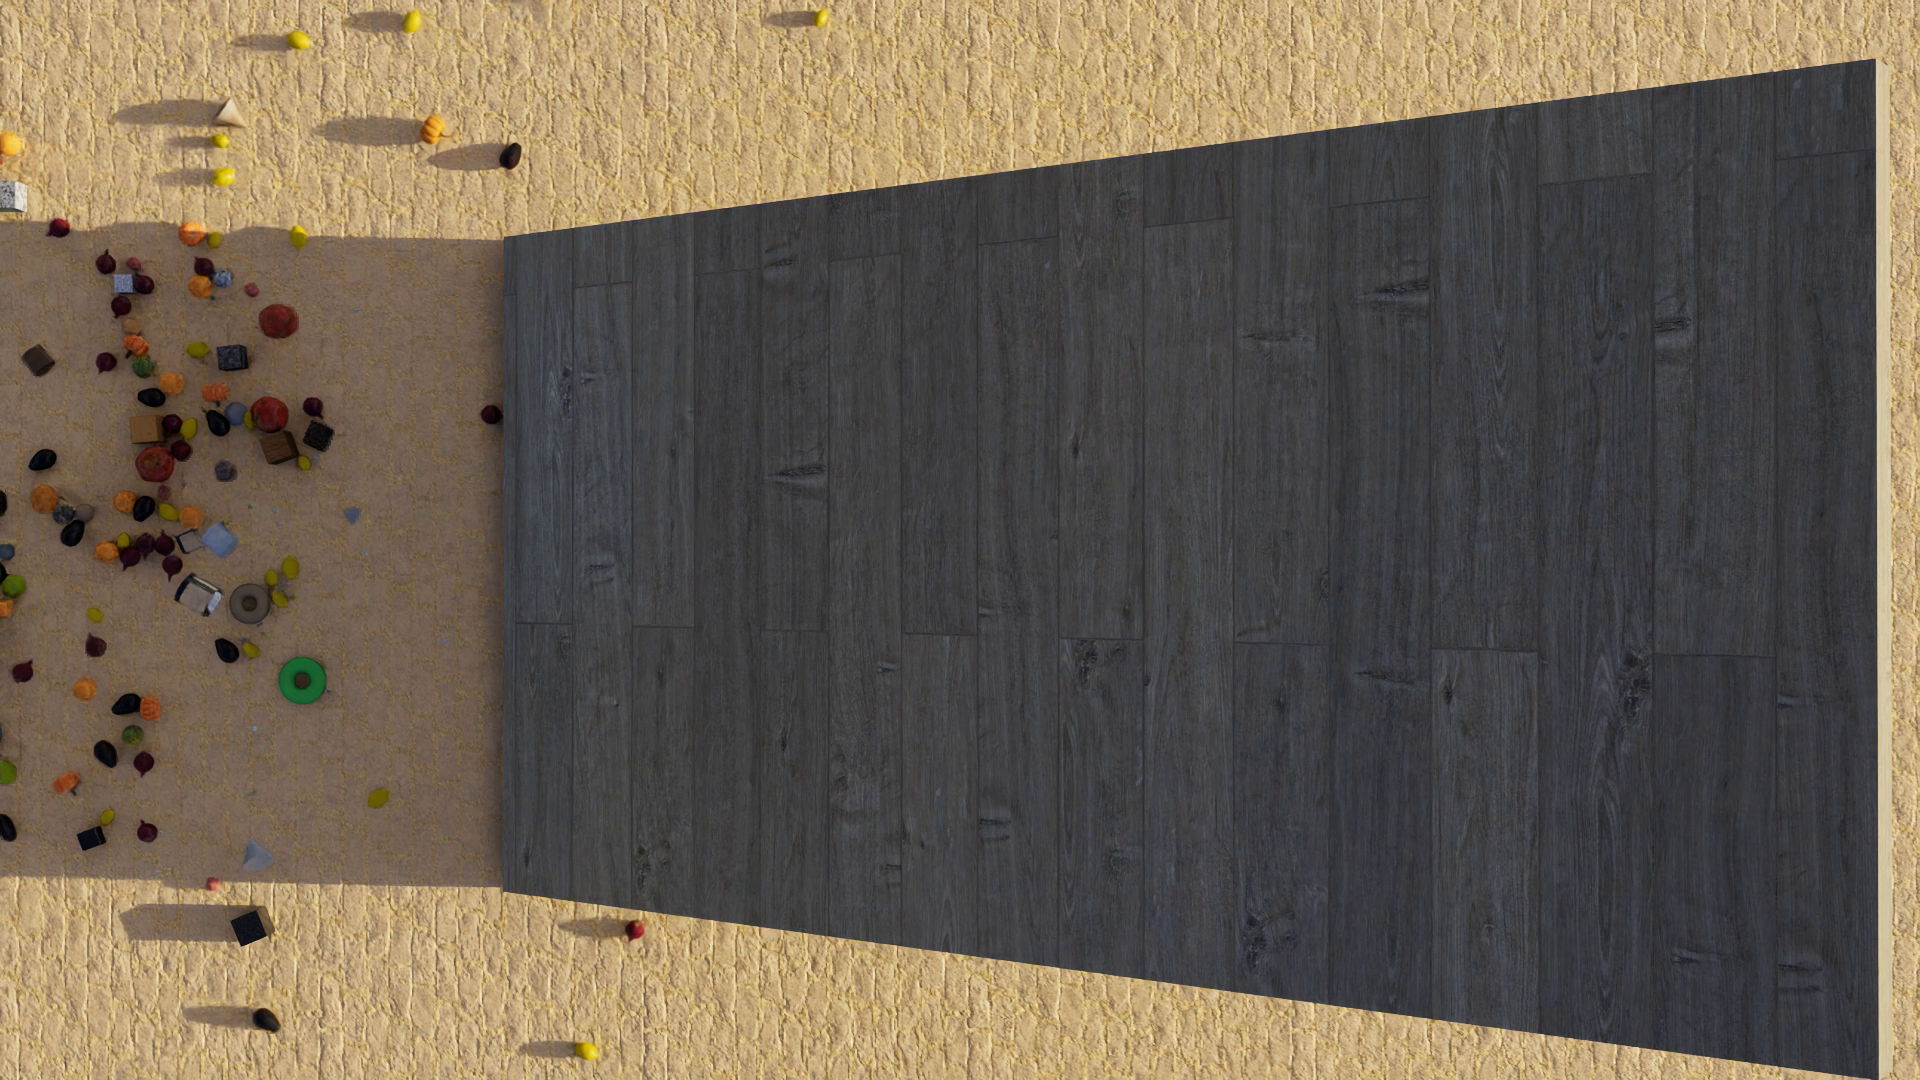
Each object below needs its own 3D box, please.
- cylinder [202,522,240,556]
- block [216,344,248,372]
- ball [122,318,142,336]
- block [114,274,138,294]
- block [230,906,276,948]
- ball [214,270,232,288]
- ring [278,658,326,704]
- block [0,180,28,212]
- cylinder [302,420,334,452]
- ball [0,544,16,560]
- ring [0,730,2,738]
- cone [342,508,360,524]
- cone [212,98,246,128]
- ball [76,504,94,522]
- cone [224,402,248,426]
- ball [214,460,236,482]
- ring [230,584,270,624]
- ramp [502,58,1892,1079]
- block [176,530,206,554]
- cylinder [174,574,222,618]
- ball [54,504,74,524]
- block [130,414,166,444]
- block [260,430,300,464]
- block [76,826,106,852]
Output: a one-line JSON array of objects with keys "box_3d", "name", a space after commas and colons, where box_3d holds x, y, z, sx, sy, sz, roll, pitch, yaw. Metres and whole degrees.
[{"box_3d": [-2.272, -0.002, 6.757, 0.078, 0.078, 0.078, 40, 90, 0], "name": "cylinder"}, {"box_3d": [-2.238, -0.560, 6.765, 0.069, 0.069, 0.069, -7, 90, 0], "name": "block"}, {"box_3d": [-2.552, -0.657, 6.773, 0.055, 0.055, 0.055, 0, 90, 0], "name": "ball"}, {"box_3d": [-2.568, -0.787, 6.774, 0.055, 0.055, 0.055, 0, 90, 0], "name": "block"}, {"box_3d": [-2.168, 1.184, 6.744, 0.086, 0.086, 0.086, -23, 90, 0], "name": "block"}, {"box_3d": [-2.271, -0.804, 6.774, 0.055, 0.055, 0.055, 0, 90, 0], "name": "ball"}, {"box_3d": [-2.024, 0.433, 6.769, 0.146, 0.049, 0.146, 0, 90, -1], "name": "ring"}, {"box_3d": [-2.928, -1.056, 6.762, 0.083, 0.083, 0.083, 1, 90, 0], "name": "block"}, {"box_3d": [-1.975, -0.320, 6.762, 0.072, 0.072, 0.072, 25, 90, 0], "name": "cylinder"}, {"box_3d": [-2.937, 0.037, 6.770, 0.051, 0.051, 0.051, 0, 90, 0], "name": "ball"}, {"box_3d": [-3.024, 0.597, 6.767, 0.149, 0.050, 0.149, 0, 91, 1], "name": "ring"}, {"box_3d": [-1.877, -0.066, 6.785, 0.052, 0.052, 0.052, 4, 116, 0], "name": "cone"}, {"box_3d": [-2.238, -1.300, 6.784, 0.095, 0.095, 0.095, 38, 90, -26], "name": "cone"}, {"box_3d": [-2.693, -0.083, 6.768, 0.056, 0.056, 0.056, 0, 90, 0], "name": "ball"}, {"box_3d": [-2.238, -0.390, 6.762, 0.074, 0.074, 0.074, 0, 90, 0], "name": "cone"}, {"box_3d": [-2.260, -0.213, 6.764, 0.066, 0.066, 0.066, 0, 90, 0], "name": "ball"}, {"box_3d": [-2.188, 0.196, 6.774, 0.126, 0.042, 0.126, 0, 88, 0], "name": "ring"}, {"box_3d": [0.230, 0.065, 5.549, 4.000, 0.100, 2.000, 0, 89, 37], "name": "ramp"}, {"box_3d": [-2.369, 0.005, 6.768, 0.056, 0.056, 0.056, -25, 90, 0], "name": "block"}, {"box_3d": [-2.336, 0.169, 6.745, 0.100, 0.100, 0.100, 30, 90, 0], "name": "cylinder"}, {"box_3d": [-2.757, -0.081, 6.766, 0.061, 0.061, 0.061, 0, 90, 0], "name": "ball"}, {"box_3d": [-2.495, -0.339, 6.758, 0.080, 0.080, 0.080, -6, 90, 0], "name": "block"}, {"box_3d": [-2.091, -0.283, 6.758, 0.080, 0.080, 0.080, -21, 90, 0], "name": "block"}, {"box_3d": [-2.670, 0.918, 6.762, 0.055, 0.055, 0.055, -21, 90, 0], "name": "block"}]
